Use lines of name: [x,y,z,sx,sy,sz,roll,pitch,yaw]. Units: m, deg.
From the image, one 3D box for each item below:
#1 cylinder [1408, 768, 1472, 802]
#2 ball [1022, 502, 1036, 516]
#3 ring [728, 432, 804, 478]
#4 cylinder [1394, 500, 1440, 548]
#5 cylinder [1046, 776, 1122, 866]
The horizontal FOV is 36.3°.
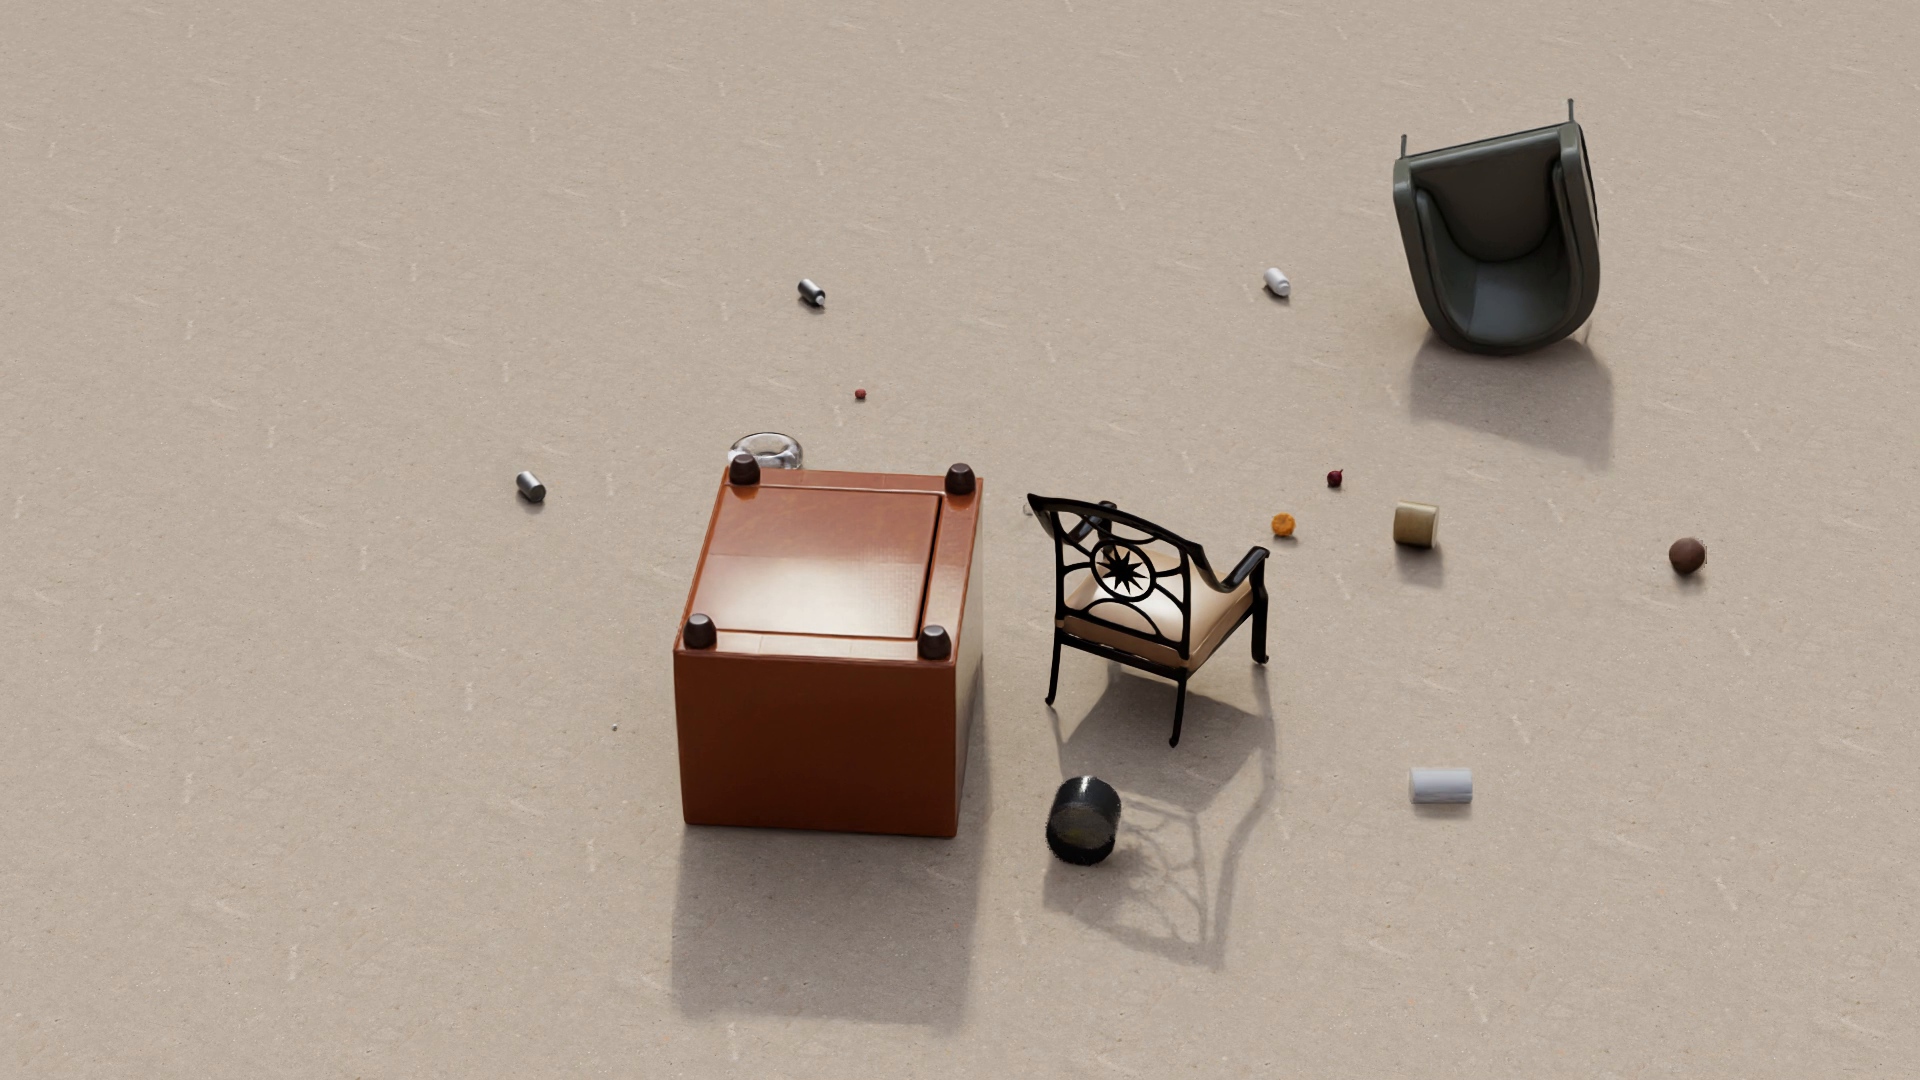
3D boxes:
cylinder: [1.580,0.804,9.640,0.192,0.091,0.123,0,43,-1]
ball: [0.262,-0.117,11.077,0.050,0.050,0.050,0,33,0]
ring: [-0.752,-0.327,11.355,0.297,0.096,0.253,-6,35,-11]
cylinder: [1.690,-0.060,10.864,0.144,0.205,0.143,10,67,15]
cylinder: [0.397,0.898,9.369,0.220,0.235,0.160,5,34,10]
